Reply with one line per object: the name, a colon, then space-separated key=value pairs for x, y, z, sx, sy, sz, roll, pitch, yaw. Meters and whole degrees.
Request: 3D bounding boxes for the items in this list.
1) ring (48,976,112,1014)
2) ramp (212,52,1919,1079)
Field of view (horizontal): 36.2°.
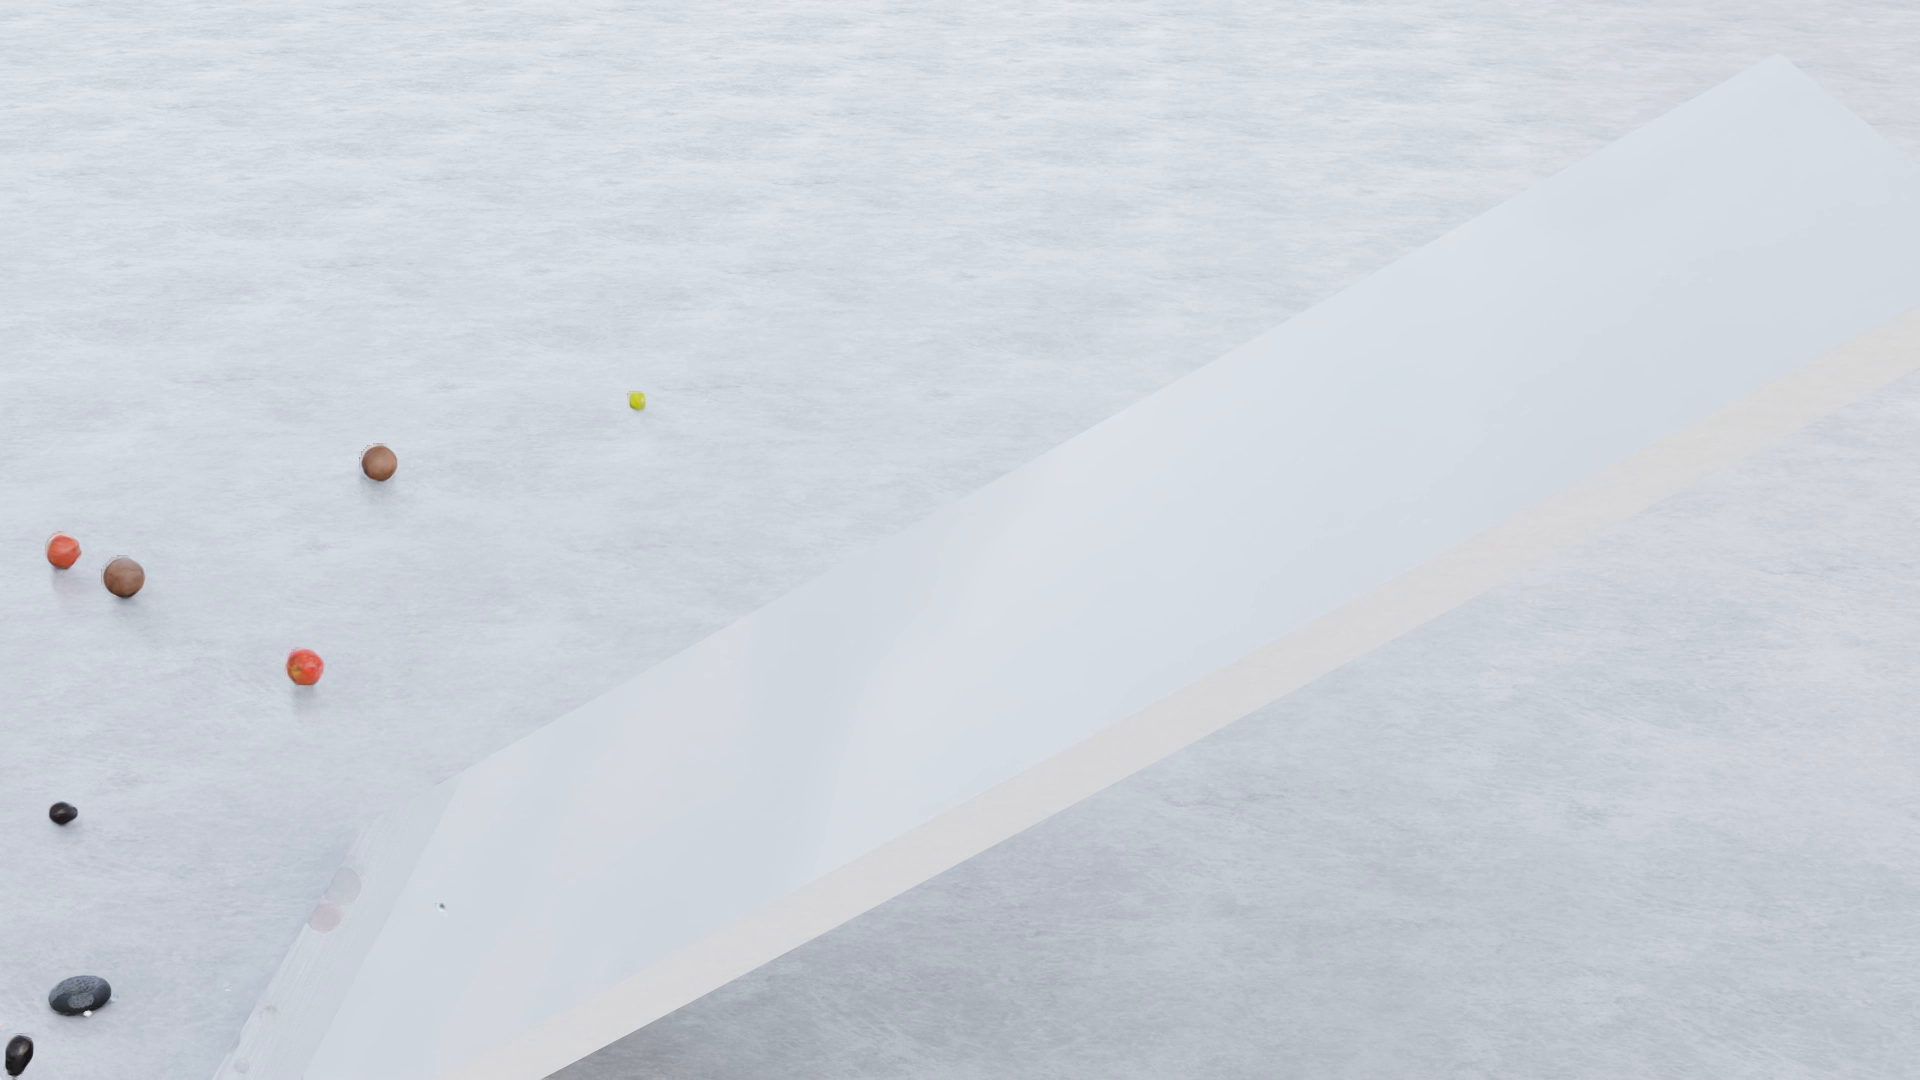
ring: x=-2.057 y=1.064 z=6.876 sx=0.143 sy=0.048 sz=0.143 roll=-1 pitch=19 yaw=0
ramp: x=0.142 y=0.168 z=6.286 sx=4.000 sy=0.100 sz=2.000 roll=-29 pitch=15 yaw=12
